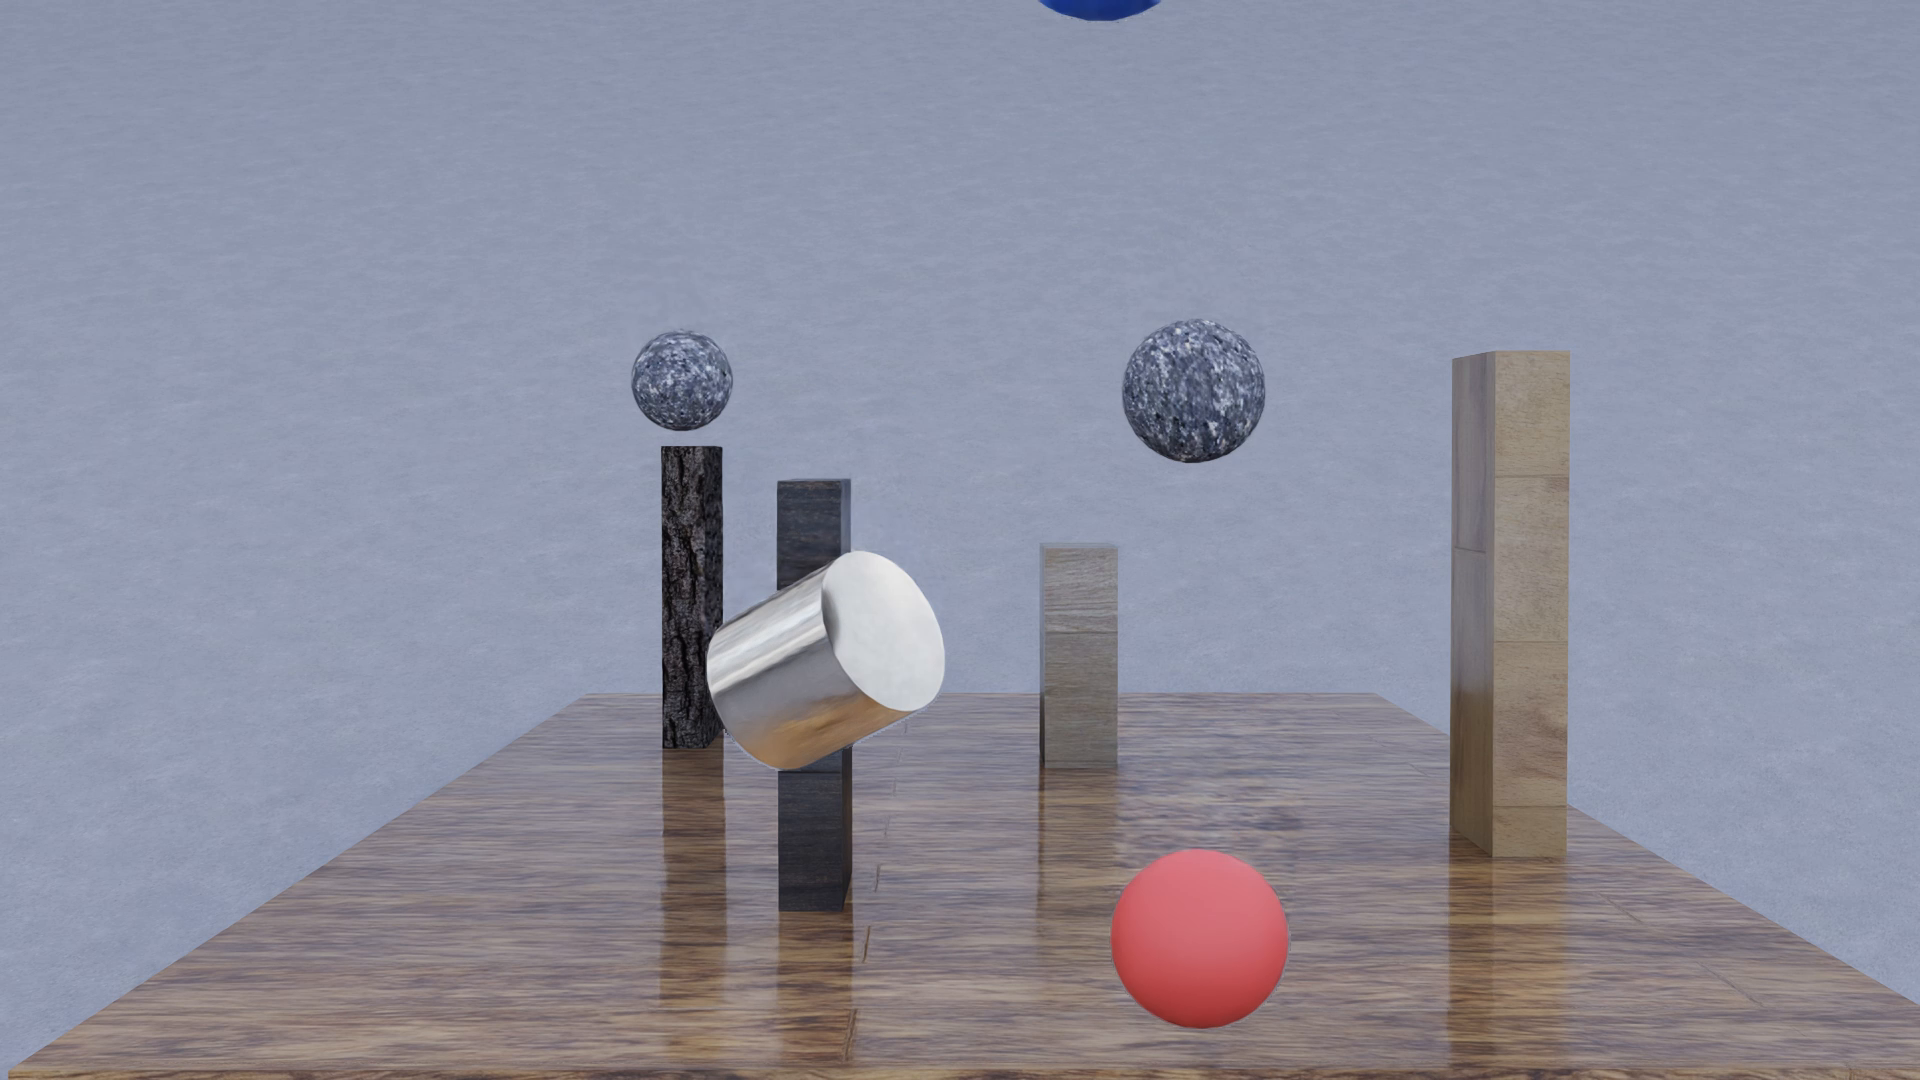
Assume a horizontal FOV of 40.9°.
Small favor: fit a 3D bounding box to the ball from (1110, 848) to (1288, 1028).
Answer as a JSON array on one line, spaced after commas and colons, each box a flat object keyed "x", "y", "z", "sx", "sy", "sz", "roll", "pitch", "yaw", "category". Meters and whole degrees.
[{"x": 0.245, "y": 0.407, "z": 2.634, "sx": 0.181, "sy": 0.181, "sz": 0.181, "roll": 0, "pitch": 24, "yaw": 0, "category": "ball"}]

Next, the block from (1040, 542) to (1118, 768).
[{"x": 0.234, "y": 0.223, "z": 5.134, "sx": 0.141, "sy": 0.425, "sz": 0.309, "roll": 0, "pitch": 2, "yaw": 0, "category": "block"}]

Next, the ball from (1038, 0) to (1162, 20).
[{"x": 0.111, "y": -0.498, "z": 2.035, "sx": 0.173, "sy": 0.173, "sz": 0.173, "roll": 0, "pitch": 24, "yaw": 0, "category": "ball"}]

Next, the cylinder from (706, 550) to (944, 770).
[{"x": -0.139, "y": 0.126, "z": 2.675, "sx": 0.175, "sy": 0.175, "sz": 0.175, "roll": -29, "pitch": 6, "yaw": 36, "category": "cylinder"}]

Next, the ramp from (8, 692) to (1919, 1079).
[{"x": 0.056, "y": 0.506, "z": 4.550, "sx": 2.000, "sy": 0.100, "sz": 4.000, "roll": 0, "pitch": 2, "yaw": 0, "category": "ramp"}]

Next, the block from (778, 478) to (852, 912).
[{"x": -0.200, "y": 0.203, "z": 3.587, "sx": 0.085, "sy": 0.572, "sz": 0.334, "roll": 0, "pitch": 2, "yaw": 0, "category": "block"}]

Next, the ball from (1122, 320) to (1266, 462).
[{"x": 0.238, "y": -0.152, "z": 2.623, "sx": 0.146, "sy": 0.146, "sz": 0.146, "roll": 0, "pitch": 24, "yaw": 0, "category": "ball"}]

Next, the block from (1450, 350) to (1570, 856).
[{"x": 0.859, "y": 0.091, "z": 4.043, "sx": 0.112, "sy": 0.762, "sz": 0.337, "roll": 0, "pitch": 2, "yaw": 0, "category": "block"}]

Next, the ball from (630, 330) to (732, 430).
[{"x": -0.296, "y": -0.170, "z": 2.744, "sx": 0.108, "sy": 0.108, "sz": 0.108, "roll": 0, "pitch": 24, "yaw": 0, "category": "ball"}]

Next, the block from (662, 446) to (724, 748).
[{"x": -0.570, "y": 0.112, "z": 5.509, "sx": 0.089, "sy": 0.624, "sz": 0.406, "roll": 0, "pitch": 2, "yaw": 0, "category": "block"}]
